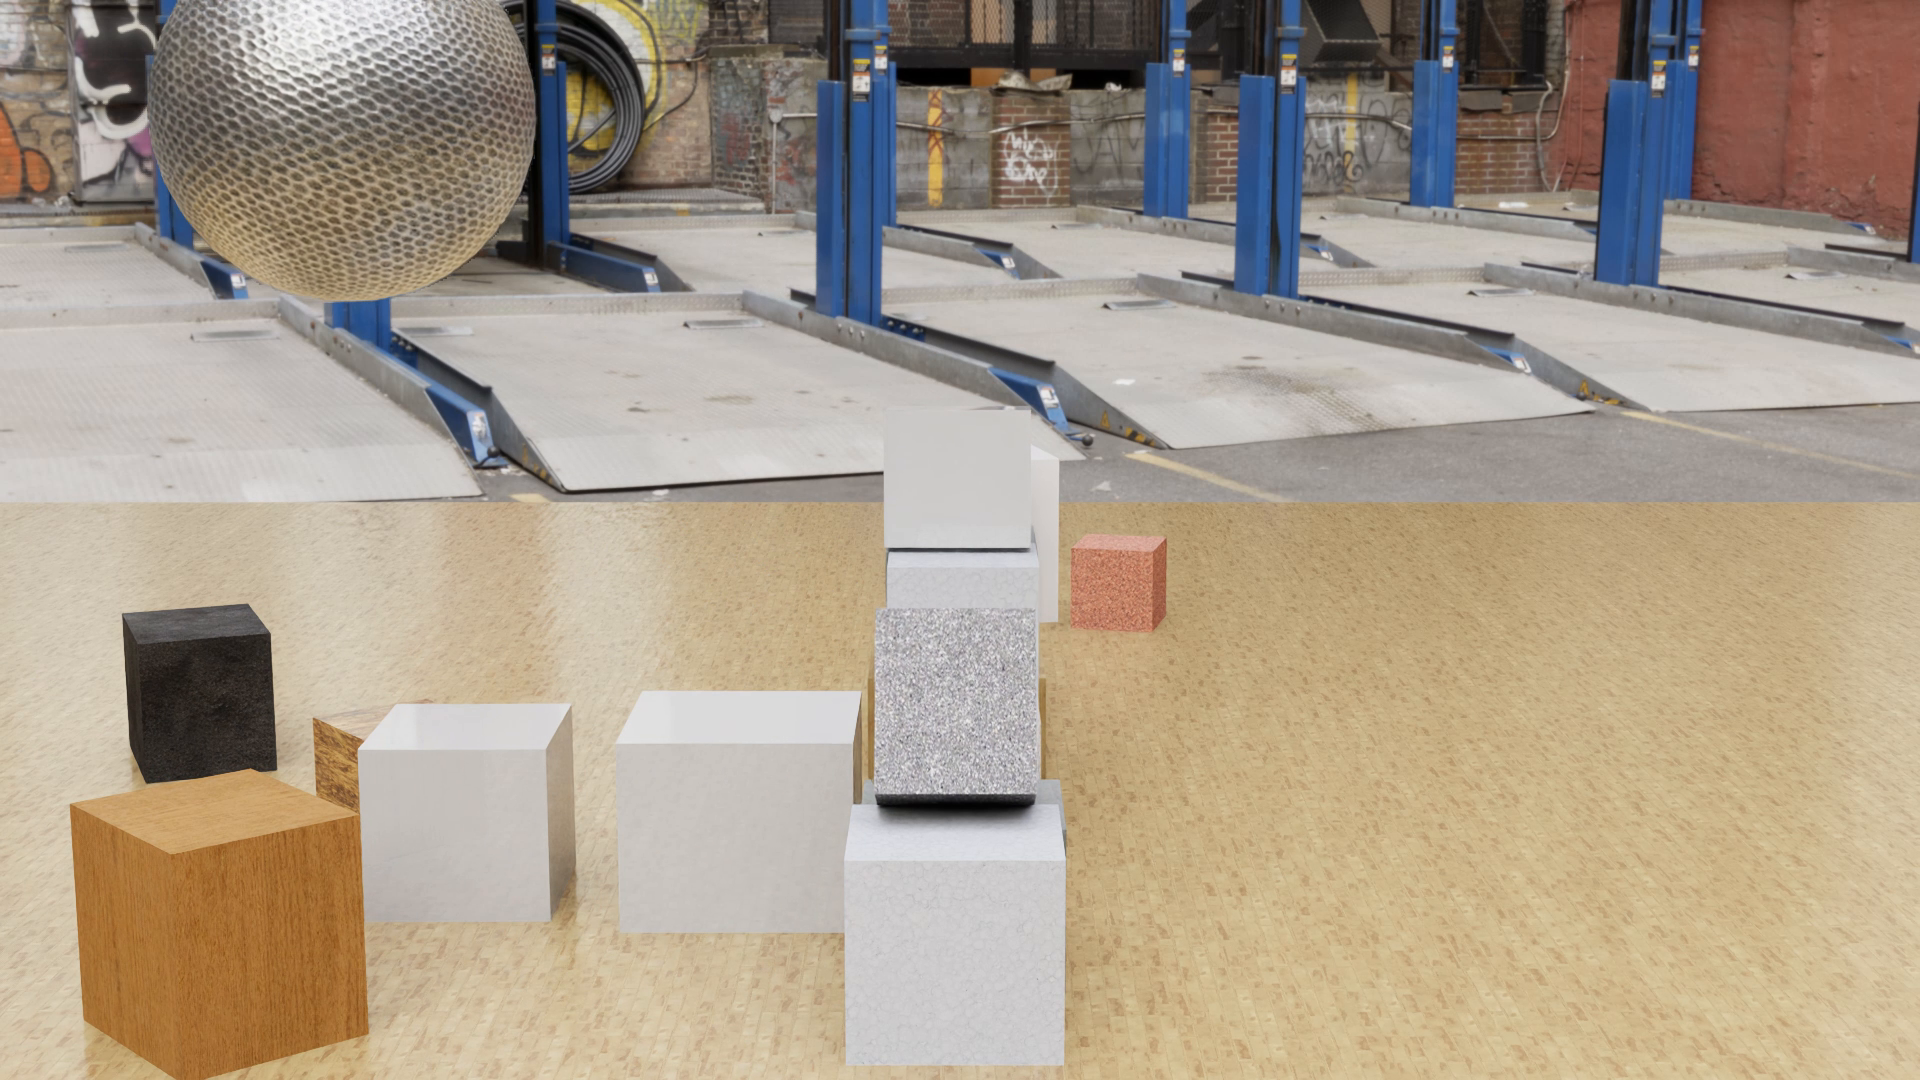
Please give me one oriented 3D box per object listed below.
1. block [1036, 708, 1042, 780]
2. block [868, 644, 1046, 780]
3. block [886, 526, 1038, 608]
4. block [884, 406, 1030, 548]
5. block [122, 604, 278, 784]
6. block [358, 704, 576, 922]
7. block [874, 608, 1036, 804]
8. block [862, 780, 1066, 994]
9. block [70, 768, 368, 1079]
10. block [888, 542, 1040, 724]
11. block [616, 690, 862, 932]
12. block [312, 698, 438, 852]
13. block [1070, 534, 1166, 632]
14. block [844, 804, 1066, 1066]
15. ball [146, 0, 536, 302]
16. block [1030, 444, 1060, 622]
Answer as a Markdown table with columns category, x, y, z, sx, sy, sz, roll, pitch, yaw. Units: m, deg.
| category | x | y | z | sx | sy | sz | roll | pitch | yaw |
| --- | --- | --- | --- | --- | --- | --- | --- | --- | --- |
| block | 0.013 | 1.078 | 11.814 | 0.695 | 0.652 | 0.710 | 0 | 10 | 0 |
| block | -0.017 | 0.926 | 12.535 | 0.842 | 0.692 | 0.746 | 0 | 10 | 0 |
| block | 0.007 | 0.301 | 12.302 | 0.707 | 0.622 | 0.726 | 0 | 10 | 0 |
| block | -0.004 | -0.304 | 11.950 | 0.664 | 0.622 | 0.728 | 0 | 5 | 1 |
| block | -3.939 | 0.780 | 13.273 | 0.644 | 0.717 | 0.806 | -4 | 11 | -23 |
| block | -2.110 | 1.164 | 11.077 | 0.778 | 0.746 | 0.786 | 0 | 10 | -1 |
| block | -0.016 | 0.658 | 9.788 | 0.596 | 0.691 | 0.638 | 0 | -12 | 0 |
| block | 0.009 | 1.367 | 10.203 | 0.796 | 0.659 | 0.710 | 0 | 10 | 0 |
| block | -2.742 | 1.402 | 9.498 | 0.725 | 0.842 | 0.848 | -9 | 14 | -41 |
| block | 0.014 | 0.417 | 11.643 | 0.669 | 0.711 | 0.592 | 0 | 10 | 0 |
| block | -0.922 | 1.148 | 10.995 | 0.971 | 0.808 | 0.906 | 0 | 10 | 0 |
| block | -2.581 | 1.110 | 11.904 | 0.579 | 0.557 | 0.652 | -8 | 13 | -38 |
| block | 1.030 | 0.273 | 16.596 | 0.528 | 0.524 | 0.529 | 3 | 11 | 14 |
| block | -0.018 | 1.445 | 9.485 | 0.784 | 0.763 | 0.710 | 0 | 10 | 0 |
| ball | -2.601 | -1.809 | 10.851 | 1.600 | 1.600 | 1.600 | 0 | 10 | 0 |
| block | 0.059 | -0.043 | 13.176 | 0.722 | 0.834 | 0.721 | -3 | 11 | -14 |
